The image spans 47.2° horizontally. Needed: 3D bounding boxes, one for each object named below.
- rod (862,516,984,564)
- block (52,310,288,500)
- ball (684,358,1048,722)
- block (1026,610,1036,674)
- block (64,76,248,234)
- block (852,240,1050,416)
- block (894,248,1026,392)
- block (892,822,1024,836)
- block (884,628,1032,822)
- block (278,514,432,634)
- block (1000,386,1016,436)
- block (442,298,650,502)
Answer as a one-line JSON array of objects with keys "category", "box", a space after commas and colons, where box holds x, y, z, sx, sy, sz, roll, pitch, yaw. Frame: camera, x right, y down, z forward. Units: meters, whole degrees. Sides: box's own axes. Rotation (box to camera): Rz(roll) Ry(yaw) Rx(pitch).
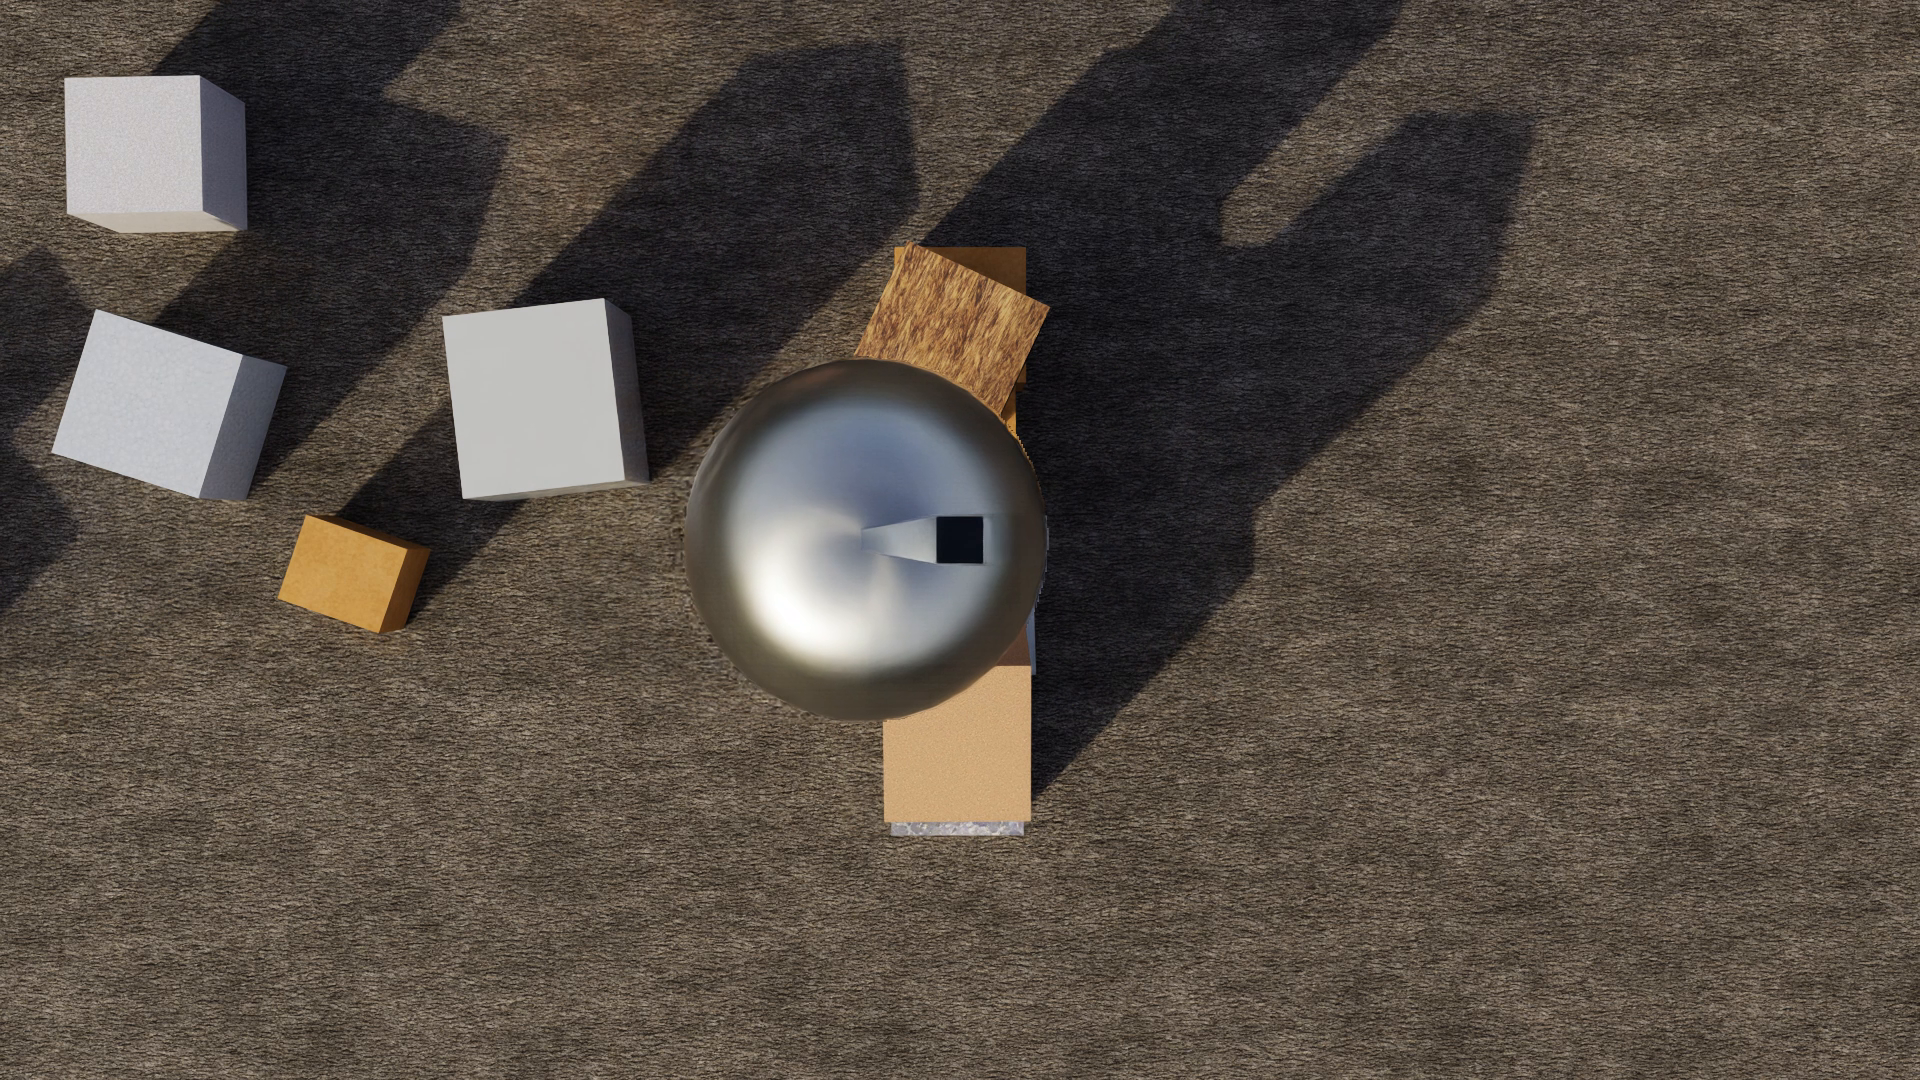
[{"category": "rod", "box": [-0.180, 0.000, 6.313, 0.080, 5.200, 0.080, 0, 90, -4]}, {"category": "block", "box": [-4.506, -0.756, 12.595, 0.853, 0.810, 0.832, 17, 90, 0]}, {"category": "ball", "box": [-0.416, 0.000, 9.704, 1.600, 1.600, 1.600, 0, 90, 0]}, {"category": "block", "box": [-0.041, 0.317, 12.516, 0.887, 0.967, 0.871, -2, 90, 0]}, {"category": "block", "box": [-4.595, -2.199, 12.613, 0.752, 0.774, 0.754, -1, 90, 0]}, {"category": "block", "box": [-0.052, -1.068, 11.880, 0.826, 0.715, 0.717, 25, 90, 0]}, {"category": "block", "box": [0.002, -1.254, 12.621, 0.731, 0.758, 0.754, 0, 90, 0]}, {"category": "block", "box": [-0.014, 1.198, 12.573, 0.730, 0.854, 0.866, 0, 90, 0]}, {"category": "block", "box": [-0.017, 0.949, 11.629, 0.752, 0.873, 0.826, 0, 102, 0]}, {"category": "block", "box": [-3.494, 0.192, 12.720, 0.605, 0.559, 0.502, 19, 90, 0]}, {"category": "block", "box": [-0.014, -0.499, 12.618, 0.649, 0.764, 0.741, 0, 90, 0]}, {"category": "block", "box": [-2.330, -0.774, 12.508, 0.891, 0.984, 1.001, -7, 90, 0]}]
